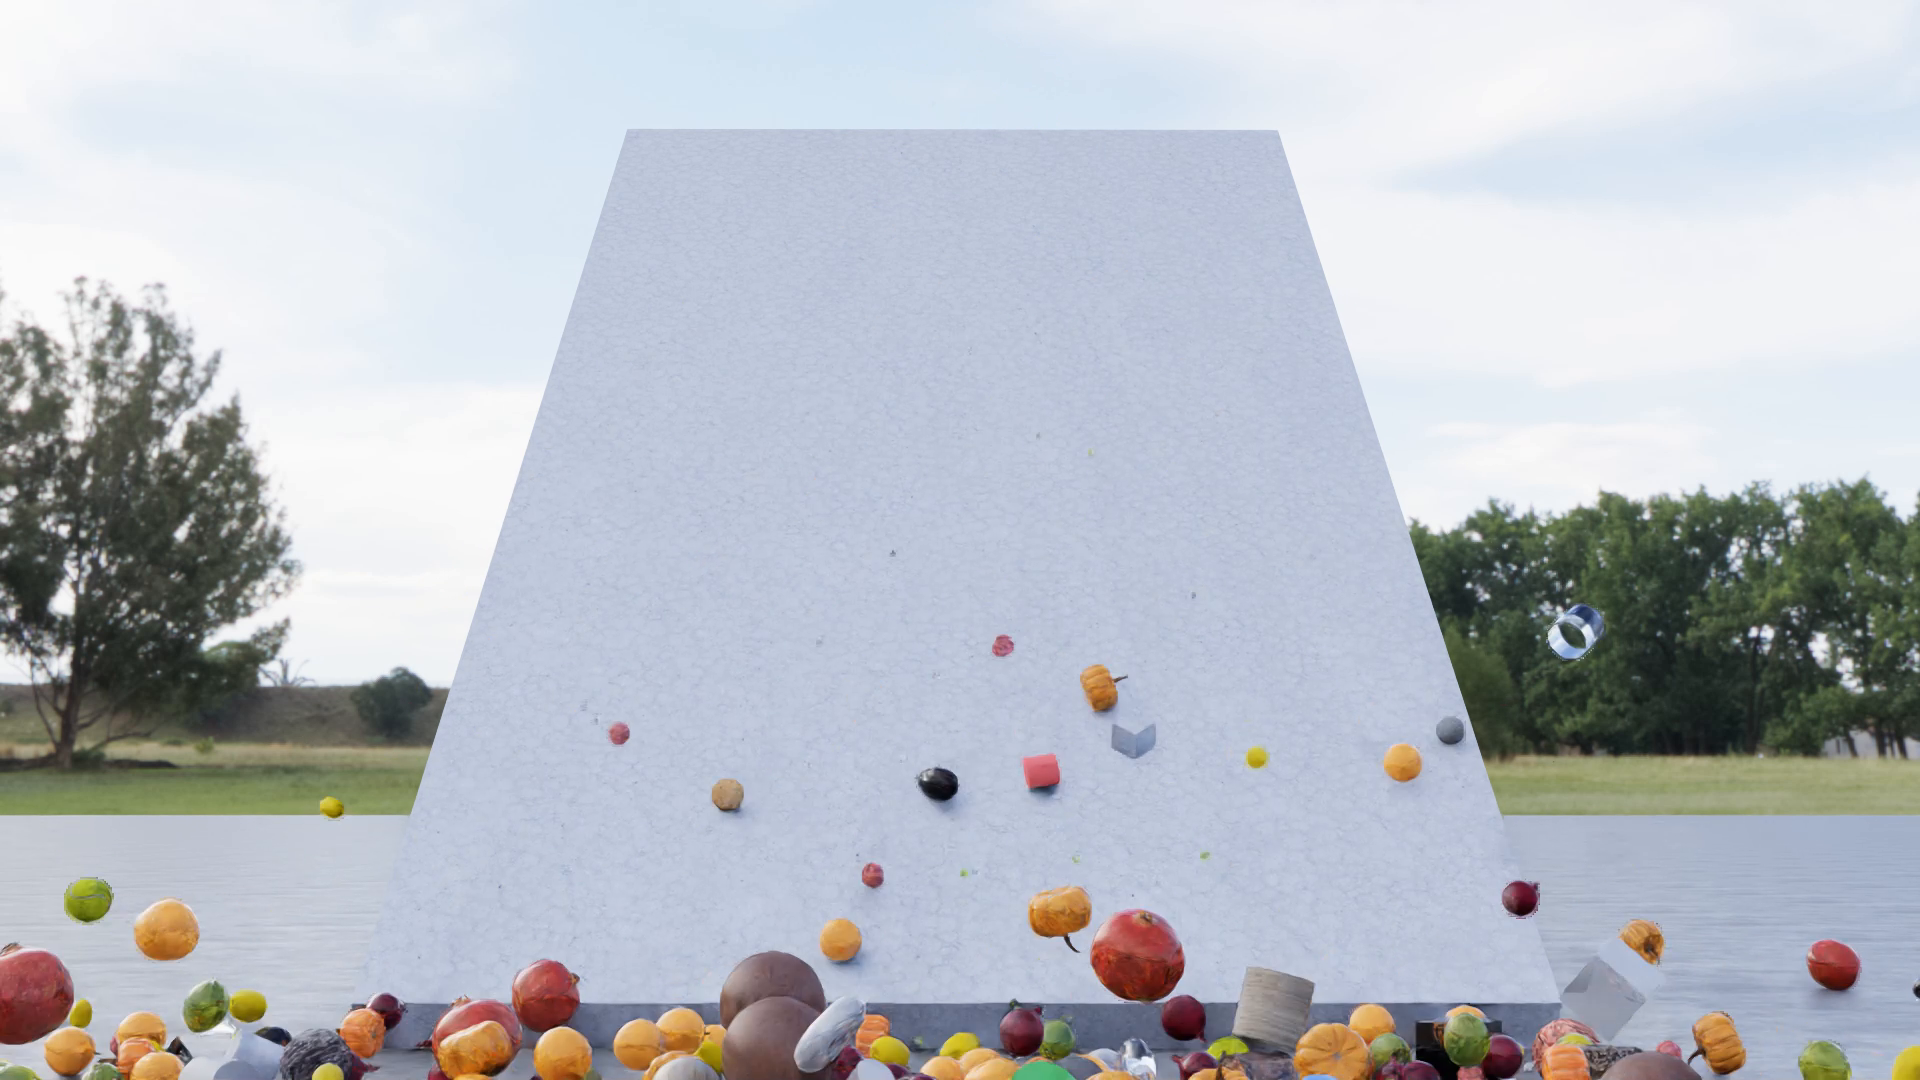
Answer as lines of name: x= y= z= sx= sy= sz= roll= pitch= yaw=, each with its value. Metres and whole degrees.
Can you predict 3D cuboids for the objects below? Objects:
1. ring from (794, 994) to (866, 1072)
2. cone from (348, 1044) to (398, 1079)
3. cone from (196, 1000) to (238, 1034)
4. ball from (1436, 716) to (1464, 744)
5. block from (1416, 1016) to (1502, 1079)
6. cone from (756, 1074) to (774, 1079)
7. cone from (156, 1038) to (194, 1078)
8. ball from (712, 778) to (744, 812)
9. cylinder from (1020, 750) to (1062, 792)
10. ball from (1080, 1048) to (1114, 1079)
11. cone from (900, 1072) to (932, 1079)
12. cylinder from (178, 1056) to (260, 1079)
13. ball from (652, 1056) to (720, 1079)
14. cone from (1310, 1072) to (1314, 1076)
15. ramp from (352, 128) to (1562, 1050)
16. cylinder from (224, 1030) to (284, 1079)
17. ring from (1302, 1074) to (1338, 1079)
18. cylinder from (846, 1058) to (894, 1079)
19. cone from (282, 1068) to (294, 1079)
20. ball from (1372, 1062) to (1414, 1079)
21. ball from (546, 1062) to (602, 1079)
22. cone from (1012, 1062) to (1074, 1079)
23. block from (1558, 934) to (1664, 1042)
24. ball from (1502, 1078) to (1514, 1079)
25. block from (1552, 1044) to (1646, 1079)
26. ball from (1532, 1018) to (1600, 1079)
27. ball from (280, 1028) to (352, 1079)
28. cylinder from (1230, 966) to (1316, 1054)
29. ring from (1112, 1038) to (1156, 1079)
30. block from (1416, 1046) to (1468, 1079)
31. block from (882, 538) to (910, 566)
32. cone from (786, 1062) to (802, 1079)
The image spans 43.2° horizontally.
ring: x=-0.131 y=0.498 z=2.446 sx=0.031 sy=0.093 sz=0.093 roll=40 pitch=4 yaw=14
cone: x=-0.844 y=0.769 z=3.444 sx=0.092 sy=0.092 sz=0.092 roll=-3 pitch=-3 yaw=0
cone: x=-1.321 y=0.868 z=4.336 sx=0.067 sy=0.067 sz=0.067 roll=34 pitch=-23 yaw=-27
ball: x=0.938 y=0.364 z=4.635 sx=0.054 sy=0.054 sz=0.054 roll=0 pitch=-6 yaw=0
block: x=0.724 y=0.744 z=3.512 sx=0.094 sy=0.094 sz=0.094 roll=-4 pitch=-8 yaw=33
cone: x=-0.252 y=0.726 z=3.142 sx=0.052 sy=0.052 sz=0.052 roll=20 pitch=-18 yaw=7
cone: x=-1.162 y=0.791 z=3.644 sx=0.065 sy=0.065 sz=0.065 roll=33 pitch=-21 yaw=-23
ball: x=-0.426 y=0.467 z=4.445 sx=0.061 sy=0.061 sz=0.061 roll=0 pitch=-6 yaw=0
cylinder: x=0.151 y=0.429 z=4.508 sx=0.058 sy=0.058 sz=0.058 roll=-32 pitch=-11 yaw=6
ball: x=0.200 y=0.740 z=3.359 sx=0.068 sy=0.068 sz=0.068 roll=0 pitch=-6 yaw=0
cone: x=-0.059 y=0.744 z=3.205 sx=0.060 sy=0.060 sz=0.060 roll=0 pitch=-33 yaw=-3
cylinder: x=-0.967 y=0.714 z=3.159 sx=0.076 sy=0.076 sz=0.076 roll=-6 pitch=-8 yaw=39
ball: x=-0.337 y=0.682 z=2.977 sx=0.091 sy=0.091 sz=0.091 roll=0 pitch=-6 yaw=0
cone: x=0.462 y=0.726 z=3.176 sx=0.057 sy=0.057 sz=0.057 roll=0 pitch=-6 yaw=0
ramp: x=-0.014 y=-0.206 z=5.750 sx=2.000 sy=0.100 sz=4.000 roll=0 pitch=30 yaw=0
cylinder: x=-0.984 y=0.724 z=3.373 sx=0.066 sy=0.066 sz=0.066 roll=29 pitch=-17 yaw=-20
ring: x=0.408 y=0.636 z=2.623 sx=0.042 sy=0.126 sz=0.126 roll=-43 pitch=-29 yaw=26
cylinder: x=-0.112 y=0.653 z=2.878 sx=0.052 sy=0.052 sz=0.052 roll=5 pitch=-49 yaw=-41
cone: x=-0.900 y=0.734 z=3.246 sx=0.054 sy=0.054 sz=0.054 roll=0 pitch=-8 yaw=0
ball: x=0.590 y=0.740 z=3.303 sx=0.056 sy=0.056 sz=0.056 roll=0 pitch=-6 yaw=0
ball: x=-0.489 y=0.702 z=3.071 sx=0.080 sy=0.080 sz=0.080 roll=0 pitch=-6 yaw=0
cone: x=0.093 y=0.716 z=3.029 sx=0.097 sy=0.097 sz=0.097 roll=2 pitch=-33 yaw=-17
block: x=0.989 y=0.679 z=3.677 sx=0.097 sy=0.097 sz=0.097 roll=41 pitch=28 yaw=18
ball: x=0.667 y=0.691 z=2.940 sx=0.073 sy=0.073 sz=0.073 roll=0 pitch=-6 yaw=0
block: x=0.842 y=0.713 z=3.190 sx=0.086 sy=0.086 sz=0.086 roll=6 pitch=-9 yaw=-44
ball: x=0.872 y=0.738 z=3.483 sx=0.098 sy=0.098 sz=0.098 roll=0 pitch=-6 yaw=0
ball: x=-0.877 y=0.713 z=3.300 sx=0.095 sy=0.095 sz=0.095 roll=0 pitch=-6 yaw=0
cylinder: x=0.417 y=0.626 z=3.227 sx=0.093 sy=0.093 sz=0.093 roll=14 pitch=-14 yaw=4
ring: x=0.224 y=0.693 z=3.107 sx=0.036 sy=0.107 sz=0.107 roll=-5 pitch=-5 yaw=-16
block: x=0.681 y=0.749 z=3.419 sx=0.064 sy=0.064 sz=0.064 roll=-2 pitch=-7 yaw=18
block: x=-0.138 y=0.029 z=5.229 sx=0.059 sy=0.059 sz=0.059 roll=-2 pitch=-7 yaw=0
cone: x=-0.201 y=0.680 z=2.942 sx=0.093 sy=0.093 sz=0.093 roll=-2 pitch=-5 yaw=0
